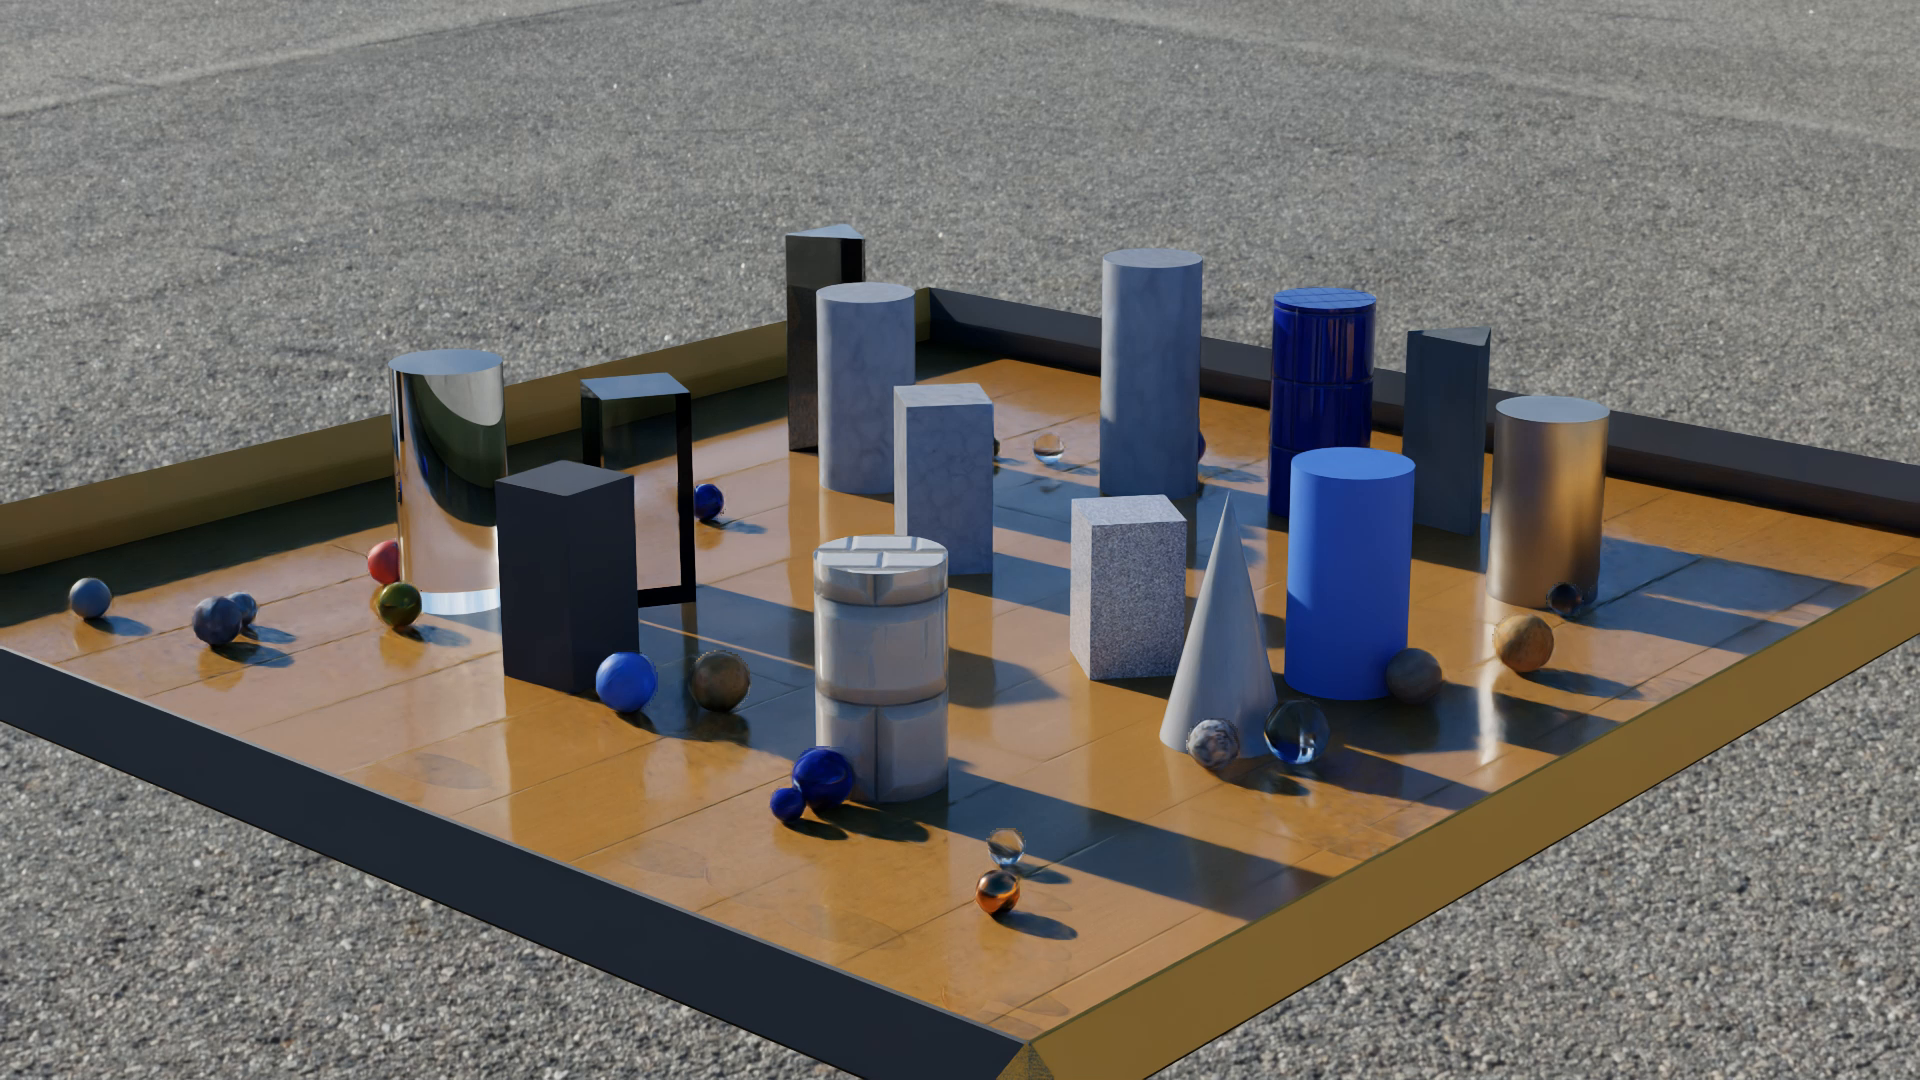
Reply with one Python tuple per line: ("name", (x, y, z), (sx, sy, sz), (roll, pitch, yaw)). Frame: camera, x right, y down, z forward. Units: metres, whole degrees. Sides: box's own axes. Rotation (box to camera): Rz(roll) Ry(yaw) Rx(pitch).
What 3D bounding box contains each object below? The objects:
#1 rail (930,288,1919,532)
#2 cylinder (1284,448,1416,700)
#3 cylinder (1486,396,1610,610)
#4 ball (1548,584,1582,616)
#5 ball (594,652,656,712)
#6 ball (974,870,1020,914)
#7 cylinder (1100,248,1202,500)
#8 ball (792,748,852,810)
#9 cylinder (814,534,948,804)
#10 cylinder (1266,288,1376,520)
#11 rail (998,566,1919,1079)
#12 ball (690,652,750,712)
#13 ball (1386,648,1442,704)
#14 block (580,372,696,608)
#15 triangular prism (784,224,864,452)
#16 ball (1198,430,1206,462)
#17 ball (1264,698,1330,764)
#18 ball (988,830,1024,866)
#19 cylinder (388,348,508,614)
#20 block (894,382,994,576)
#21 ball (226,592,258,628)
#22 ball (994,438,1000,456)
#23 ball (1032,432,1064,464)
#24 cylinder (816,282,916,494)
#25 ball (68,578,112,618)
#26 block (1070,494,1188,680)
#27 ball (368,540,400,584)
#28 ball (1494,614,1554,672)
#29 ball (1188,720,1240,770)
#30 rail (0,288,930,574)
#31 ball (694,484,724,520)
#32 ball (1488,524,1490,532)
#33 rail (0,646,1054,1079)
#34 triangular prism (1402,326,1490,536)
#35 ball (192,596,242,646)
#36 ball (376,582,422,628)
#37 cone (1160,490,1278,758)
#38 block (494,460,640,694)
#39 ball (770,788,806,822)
("rail", (0.941, -0.282, 6.158), (2.729, 0.126, 0.045), (14, 22, 39))
("cylinder", (0.617, 0.052, 4.651), (0.193, 0.360, 0.193), (0, 17, 0))
("cylinder", (1.020, -0.067, 5.093), (0.193, 0.331, 0.193), (0, 17, 0))
("ball", (1.033, 0.103, 5.009), (0.055, 0.055, 0.055), (0, 17, 0))
("ball", (-0.519, 0.220, 4.553), (0.094, 0.094, 0.094), (0, 17, 0))
("ball", (0.048, 0.459, 3.822), (0.058, 0.058, 0.058), (0, 17, 0))
("cylinder", (0.371, -0.324, 5.720), (0.193, 0.461, 0.193), (0, 17, 0))
("ball", (-0.196, 0.340, 4.167), (0.087, 0.087, 0.087), (0, 17, 0))
("cylinder", (-0.113, 0.184, 4.238), (0.193, 0.344, 0.193), (0, 17, 0))
("cylinder", (0.688, -0.259, 5.588), (0.193, 0.413, 0.193), (0, 17, 0))
("rail", (1.013, 0.285, 4.279), (0.045, 0.126, 2.917), (14, 22, 39))
("ball", (-0.373, 0.221, 4.553), (0.092, 0.092, 0.092), (0, 17, 0))
("ball", (0.711, 0.213, 4.587), (0.087, 0.087, 0.087), (0, 17, 0))
("block", (-0.557, -0.085, 5.080), (0.155, 0.374, 0.155), (-6, 18, -20))
("triangular prism", (-0.254, -0.415, 6.039), (0.167, 0.452, 0.145), (5, 17, 15))
("ball", (0.453, -0.190, 5.927), (0.086, 0.086, 0.086), (0, 17, 0))
("ball", (0.498, 0.283, 4.339), (0.097, 0.097, 0.097), (0, 17, 0))
("ball", (0.062, 0.417, 3.978), (0.049, 0.049, 0.049), (0, 17, 0))
("cylinder", (-0.876, -0.102, 5.054), (0.193, 0.421, 0.193), (0, 17, 0))
("block", (-0.030, -0.109, 5.266), (0.155, 0.313, 0.155), (-3, 17, -9))
("ball", (-1.217, 0.118, 4.950), (0.060, 0.060, 0.060), (0, 17, 0))
("ball", (0.060, -0.190, 5.997), (0.045, 0.045, 0.045), (0, 17, 0))
("ball", (0.179, -0.186, 5.951), (0.064, 0.064, 0.064), (0, 17, 0))
("cylinder", (-0.184, -0.300, 5.779), (0.193, 0.382, 0.193), (0, 17, 0))
("ball", (-1.483, 0.099, 4.998), (0.070, 0.070, 0.070), (0, 17, 0))
("block", (0.271, 0.075, 4.749), (0.155, 0.259, 0.155), (-3, 17, -9))
("ball", (-1.007, 0.040, 5.177), (0.078, 0.078, 0.078), (0, 17, 0))
("ball", (0.910, 0.166, 4.732), (0.095, 0.095, 0.095), (0, 17, 0))
("ball", (0.374, 0.301, 4.318), (0.075, 0.075, 0.075), (0, 17, 0))
("rail", (-1.013, -0.223, 5.962), (0.045, 0.126, 2.917), (14, 22, 39))
("ball", (-0.483, -0.073, 5.567), (0.069, 0.069, 0.069), (0, 17, 0))
("ball", (1.009, -0.022, 5.393), (0.073, 0.073, 0.073), (0, 17, 0))
("rail", (-0.941, 0.344, 4.083), (2.729, 0.126, 0.045), (14, 22, 39))
("triangular prism", (0.946, -0.213, 5.523), (0.167, 0.364, 0.145), (16, 23, 42))
("ball", (-1.231, 0.134, 4.861), (0.081, 0.081, 0.081), (0, 17, 0))
("ball", (-0.947, 0.109, 4.953), (0.076, 0.076, 0.076), (0, 17, 0))
("cone", (0.399, 0.111, 4.400), (0.193, 0.390, 0.193), (0, 17, 0))
("block", (-0.627, 0.057, 4.692), (0.155, 0.326, 0.155), (12, 21, 35))
("ball", (-0.242, 0.372, 4.126), (0.049, 0.049, 0.049), (0, 17, 0))
